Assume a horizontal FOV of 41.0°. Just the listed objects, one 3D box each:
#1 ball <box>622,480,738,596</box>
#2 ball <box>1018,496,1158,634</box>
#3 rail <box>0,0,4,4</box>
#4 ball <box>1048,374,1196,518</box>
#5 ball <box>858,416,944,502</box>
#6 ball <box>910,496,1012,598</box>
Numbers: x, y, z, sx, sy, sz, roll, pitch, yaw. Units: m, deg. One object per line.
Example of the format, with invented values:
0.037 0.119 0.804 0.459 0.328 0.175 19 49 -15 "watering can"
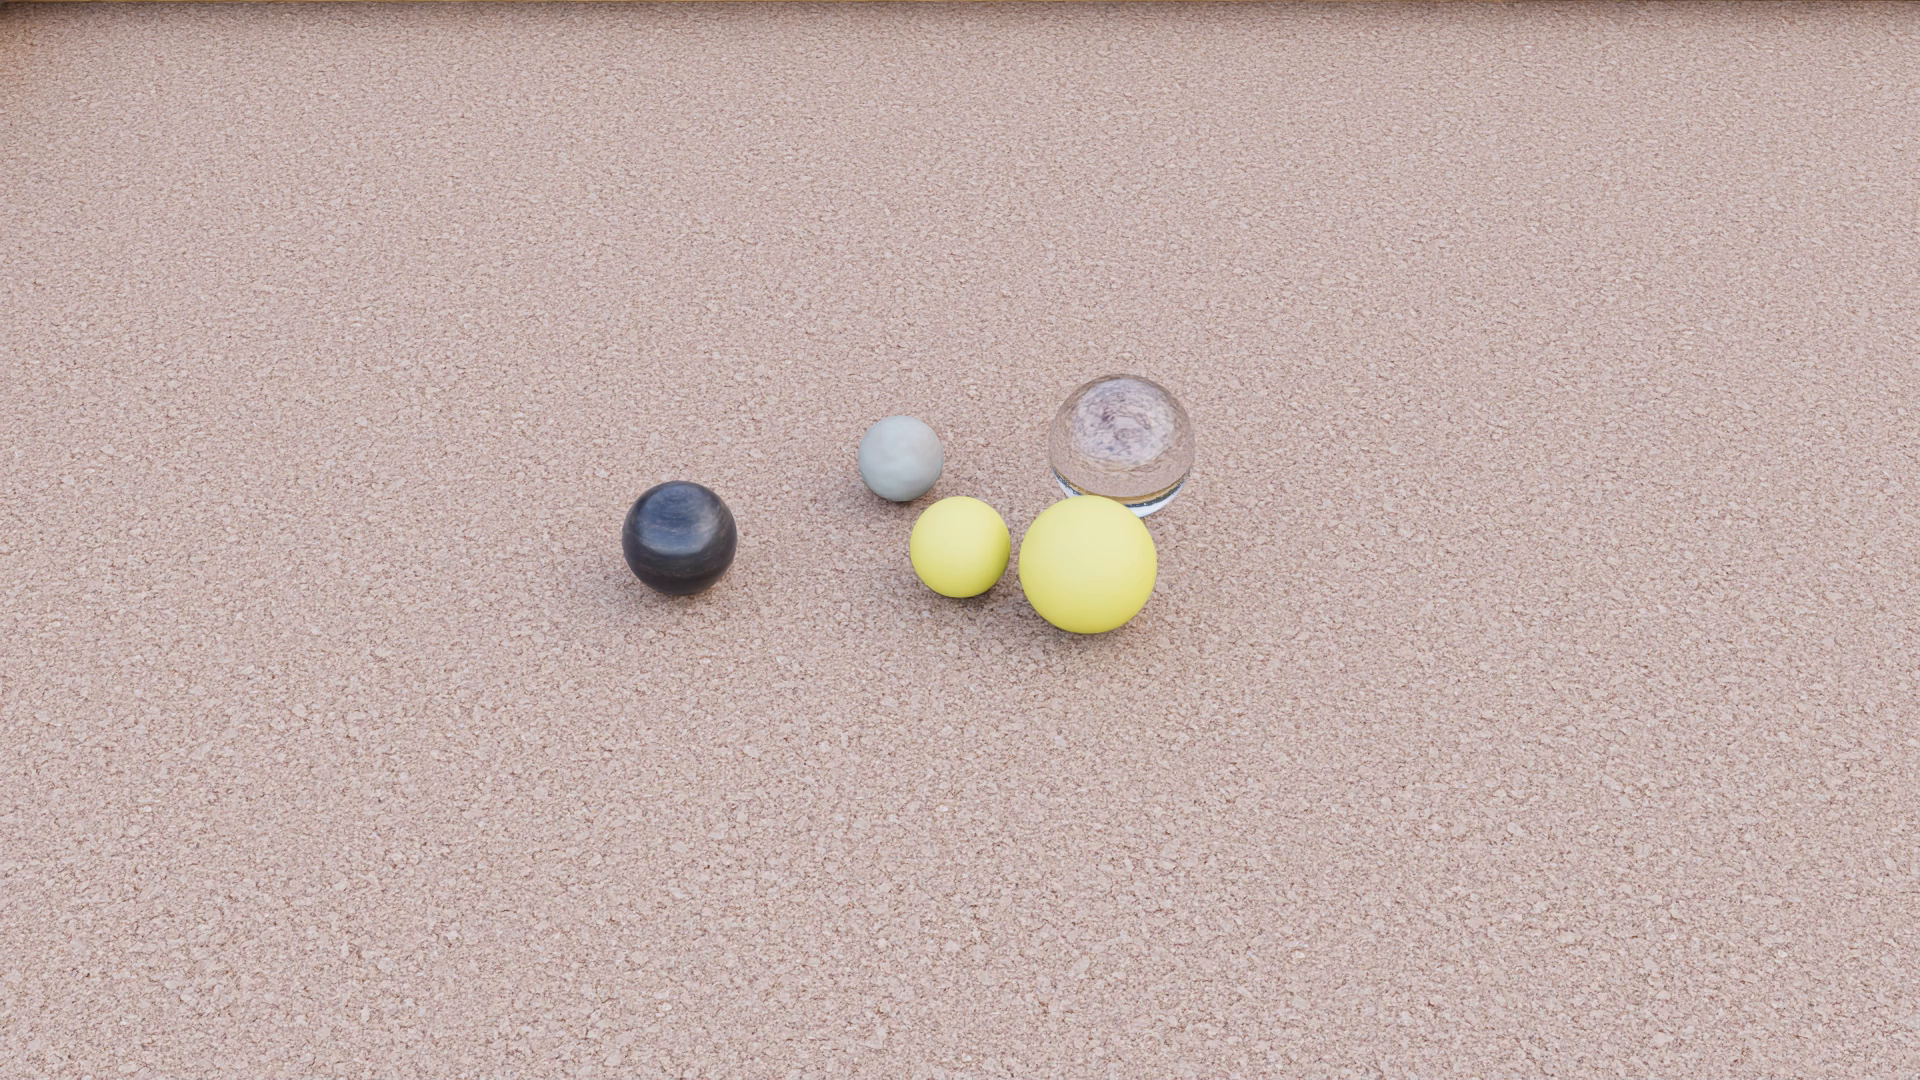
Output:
-0.181 -0.001 1.653 0.075 0.075 0.075 0 36 0 "ball"
0.081 0.016 1.619 0.088 0.088 0.088 0 36 0 "ball"
-0.875 -0.021 1.633 0.045 0.128 1.838 0 36 0 "rail"
0.108 -0.062 1.717 0.098 0.098 0.098 0 36 0 "ball"
-0.040 -0.055 1.742 0.059 0.059 0.059 0 36 0 "ball"
0.000 0.005 1.653 0.066 0.066 0.066 0 36 0 "ball"
